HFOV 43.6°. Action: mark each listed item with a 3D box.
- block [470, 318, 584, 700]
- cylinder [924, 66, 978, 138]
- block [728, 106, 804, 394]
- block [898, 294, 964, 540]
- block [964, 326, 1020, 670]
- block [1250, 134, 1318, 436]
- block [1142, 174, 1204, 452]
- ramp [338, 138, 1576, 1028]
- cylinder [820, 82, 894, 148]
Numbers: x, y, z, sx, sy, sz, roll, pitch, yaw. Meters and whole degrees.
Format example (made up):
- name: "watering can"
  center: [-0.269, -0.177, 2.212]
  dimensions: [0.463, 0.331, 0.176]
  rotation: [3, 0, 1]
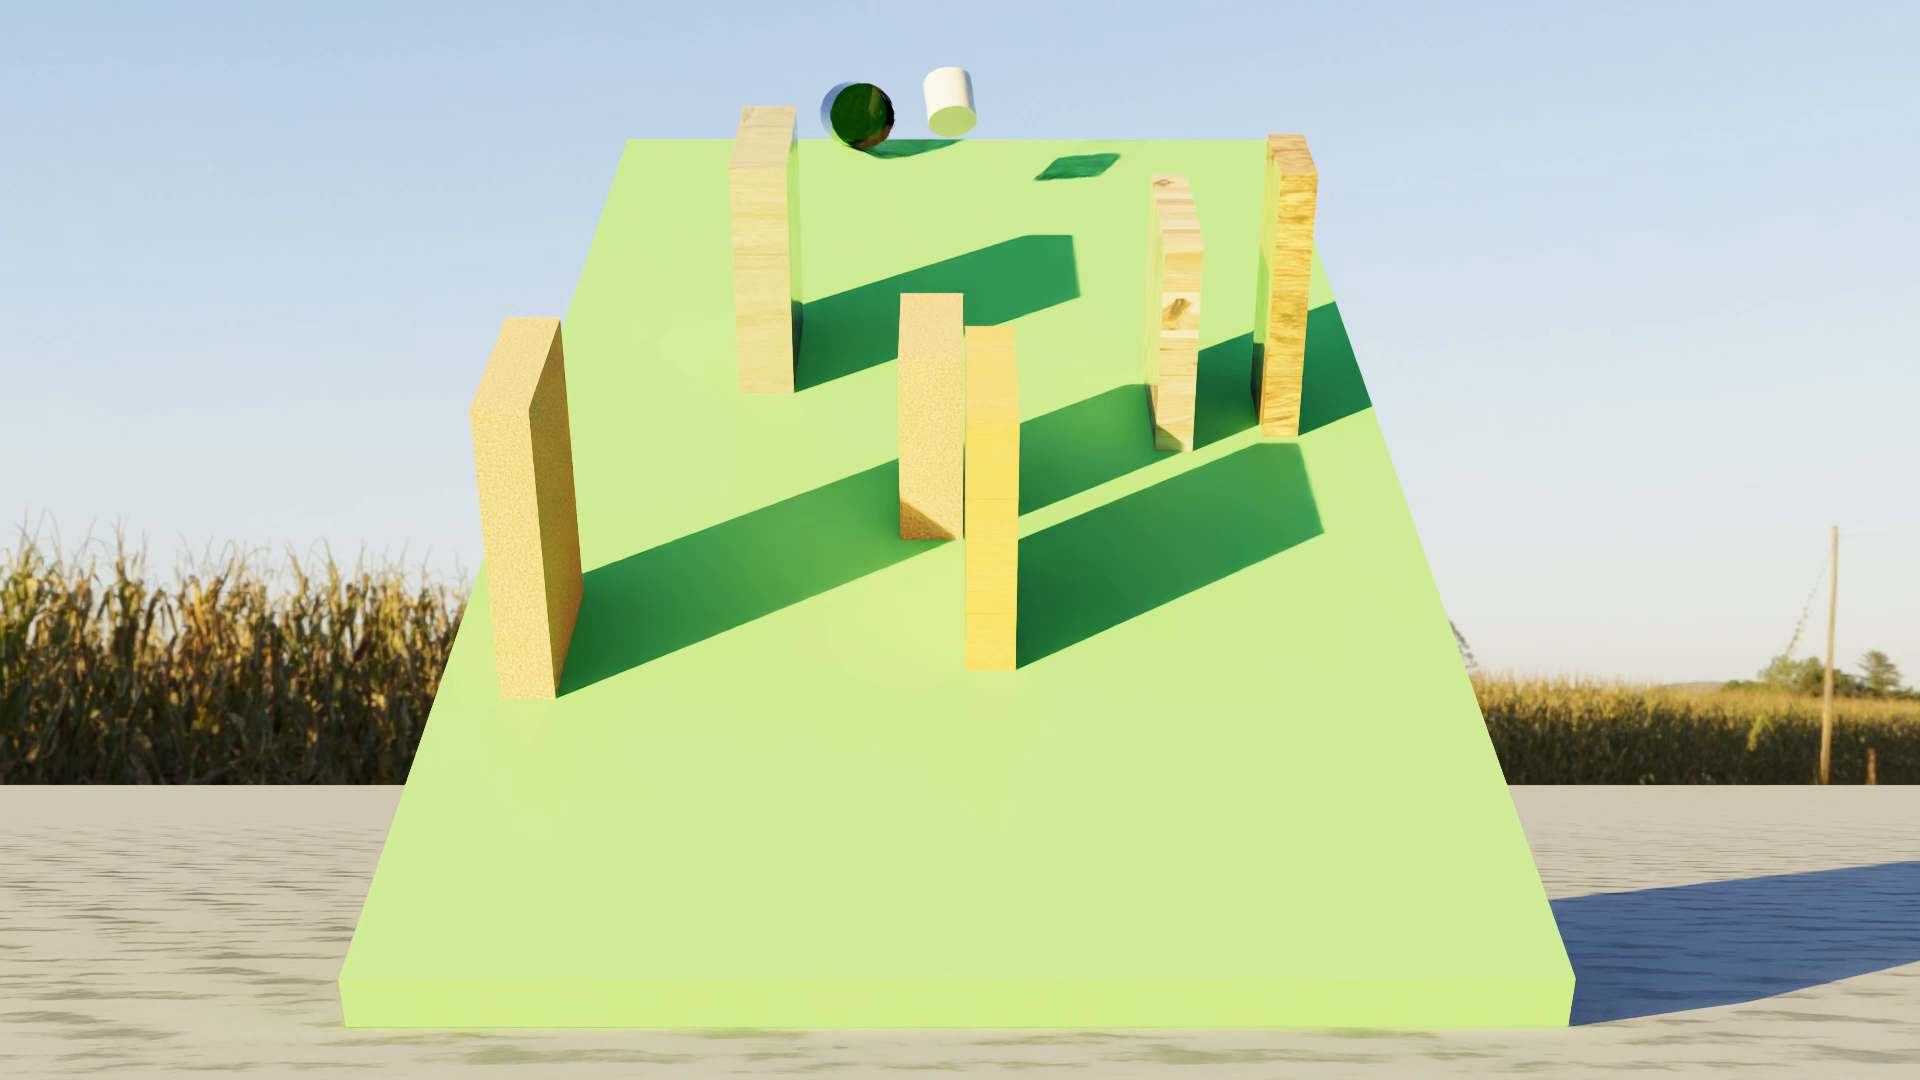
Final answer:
- name: "block"
  center: [-0.829, -0.064, 4.635]
  dimensions: [0.106, 0.617, 0.408]
  rotation: [0, 29, 0]
- name: "cylinder"
  center: [-0.028, -1.230, 6.745]
  dimensions: [0.138, 0.138, 0.138]
  rotation: [-6, -28, -3]
- name: "block"
  center: [-0.467, -0.710, 5.848]
  dimensions: [0.132, 0.572, 0.438]
  rotation: [0, 29, 0]
- name: "block"
  center: [-0.062, -0.270, 5.208]
  dimensions: [0.134, 0.426, 0.344]
  rotation: [0, 29, 0]
- name: "block"
  center: [0.060, -0.087, 4.760]
  dimensions: [0.097, 0.541, 0.435]
  rotation: [0, 29, 0]
- name: "block"
  center: [0.747, -0.586, 5.556]
  dimensions: [0.082, 0.646, 0.260]
  rotation: [0, 29, 0]
- name: "block"
  center: [0.492, -0.534, 5.596]
  dimensions: [0.085, 0.514, 0.435]
  rotation: [0, 29, 0]
- name: "ramp"
  center: [-0.012, -0.217, 5.655]
  dimensions: [2.000, 0.100, 4.000]
  rotation: [0, 29, 0]
- name: "cylinder"
  center: [-0.309, -1.278, 7.215]
  dimensions: [0.192, 0.192, 0.192]
  rotation: [1, 11, -13]
